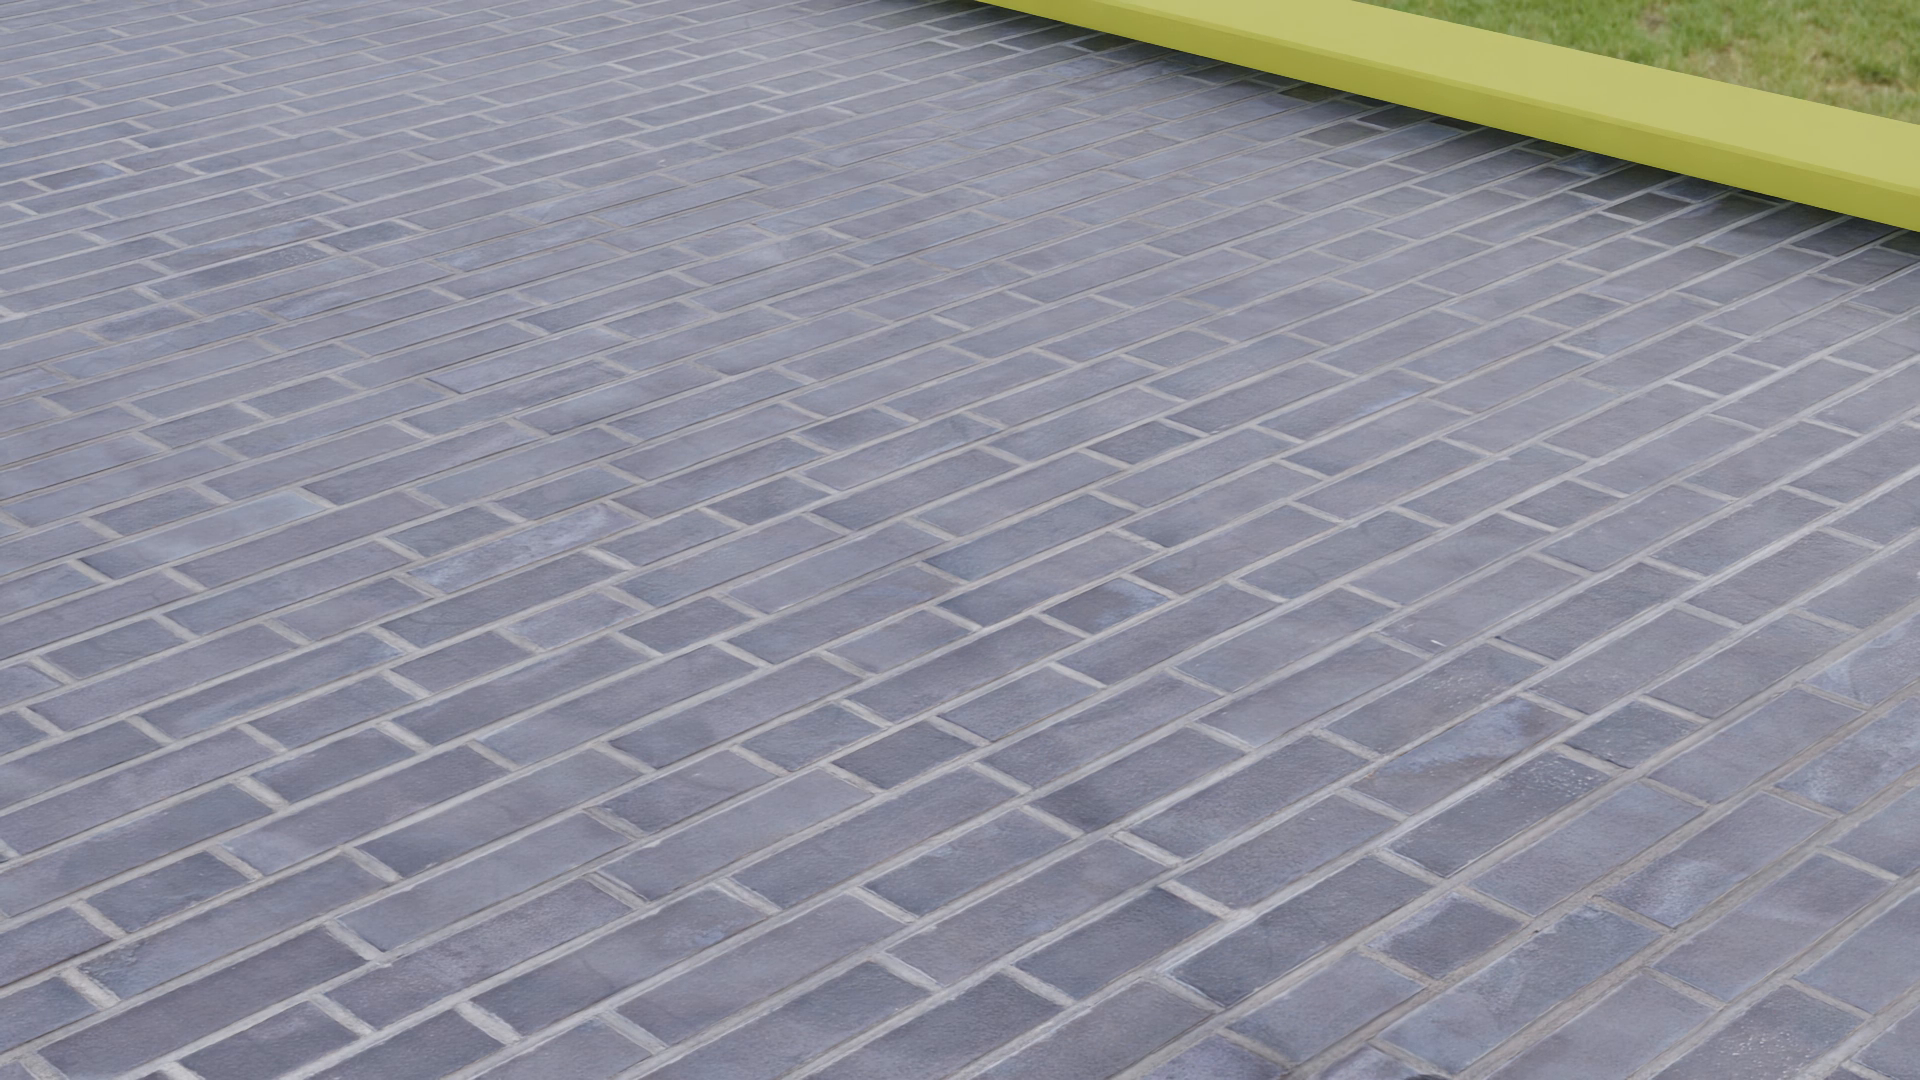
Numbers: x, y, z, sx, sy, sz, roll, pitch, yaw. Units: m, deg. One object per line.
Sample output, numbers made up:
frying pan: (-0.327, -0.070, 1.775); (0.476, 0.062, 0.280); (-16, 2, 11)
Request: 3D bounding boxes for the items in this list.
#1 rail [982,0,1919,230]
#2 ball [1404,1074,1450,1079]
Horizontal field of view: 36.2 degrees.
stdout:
rail: (0.139, -0.716, 3.801); (0.045, 0.109, 4.391); (-22, 32, -40)
ball: (0.249, 0.317, 1.566); (0.063, 0.063, 0.063); (0, 24, 0)
